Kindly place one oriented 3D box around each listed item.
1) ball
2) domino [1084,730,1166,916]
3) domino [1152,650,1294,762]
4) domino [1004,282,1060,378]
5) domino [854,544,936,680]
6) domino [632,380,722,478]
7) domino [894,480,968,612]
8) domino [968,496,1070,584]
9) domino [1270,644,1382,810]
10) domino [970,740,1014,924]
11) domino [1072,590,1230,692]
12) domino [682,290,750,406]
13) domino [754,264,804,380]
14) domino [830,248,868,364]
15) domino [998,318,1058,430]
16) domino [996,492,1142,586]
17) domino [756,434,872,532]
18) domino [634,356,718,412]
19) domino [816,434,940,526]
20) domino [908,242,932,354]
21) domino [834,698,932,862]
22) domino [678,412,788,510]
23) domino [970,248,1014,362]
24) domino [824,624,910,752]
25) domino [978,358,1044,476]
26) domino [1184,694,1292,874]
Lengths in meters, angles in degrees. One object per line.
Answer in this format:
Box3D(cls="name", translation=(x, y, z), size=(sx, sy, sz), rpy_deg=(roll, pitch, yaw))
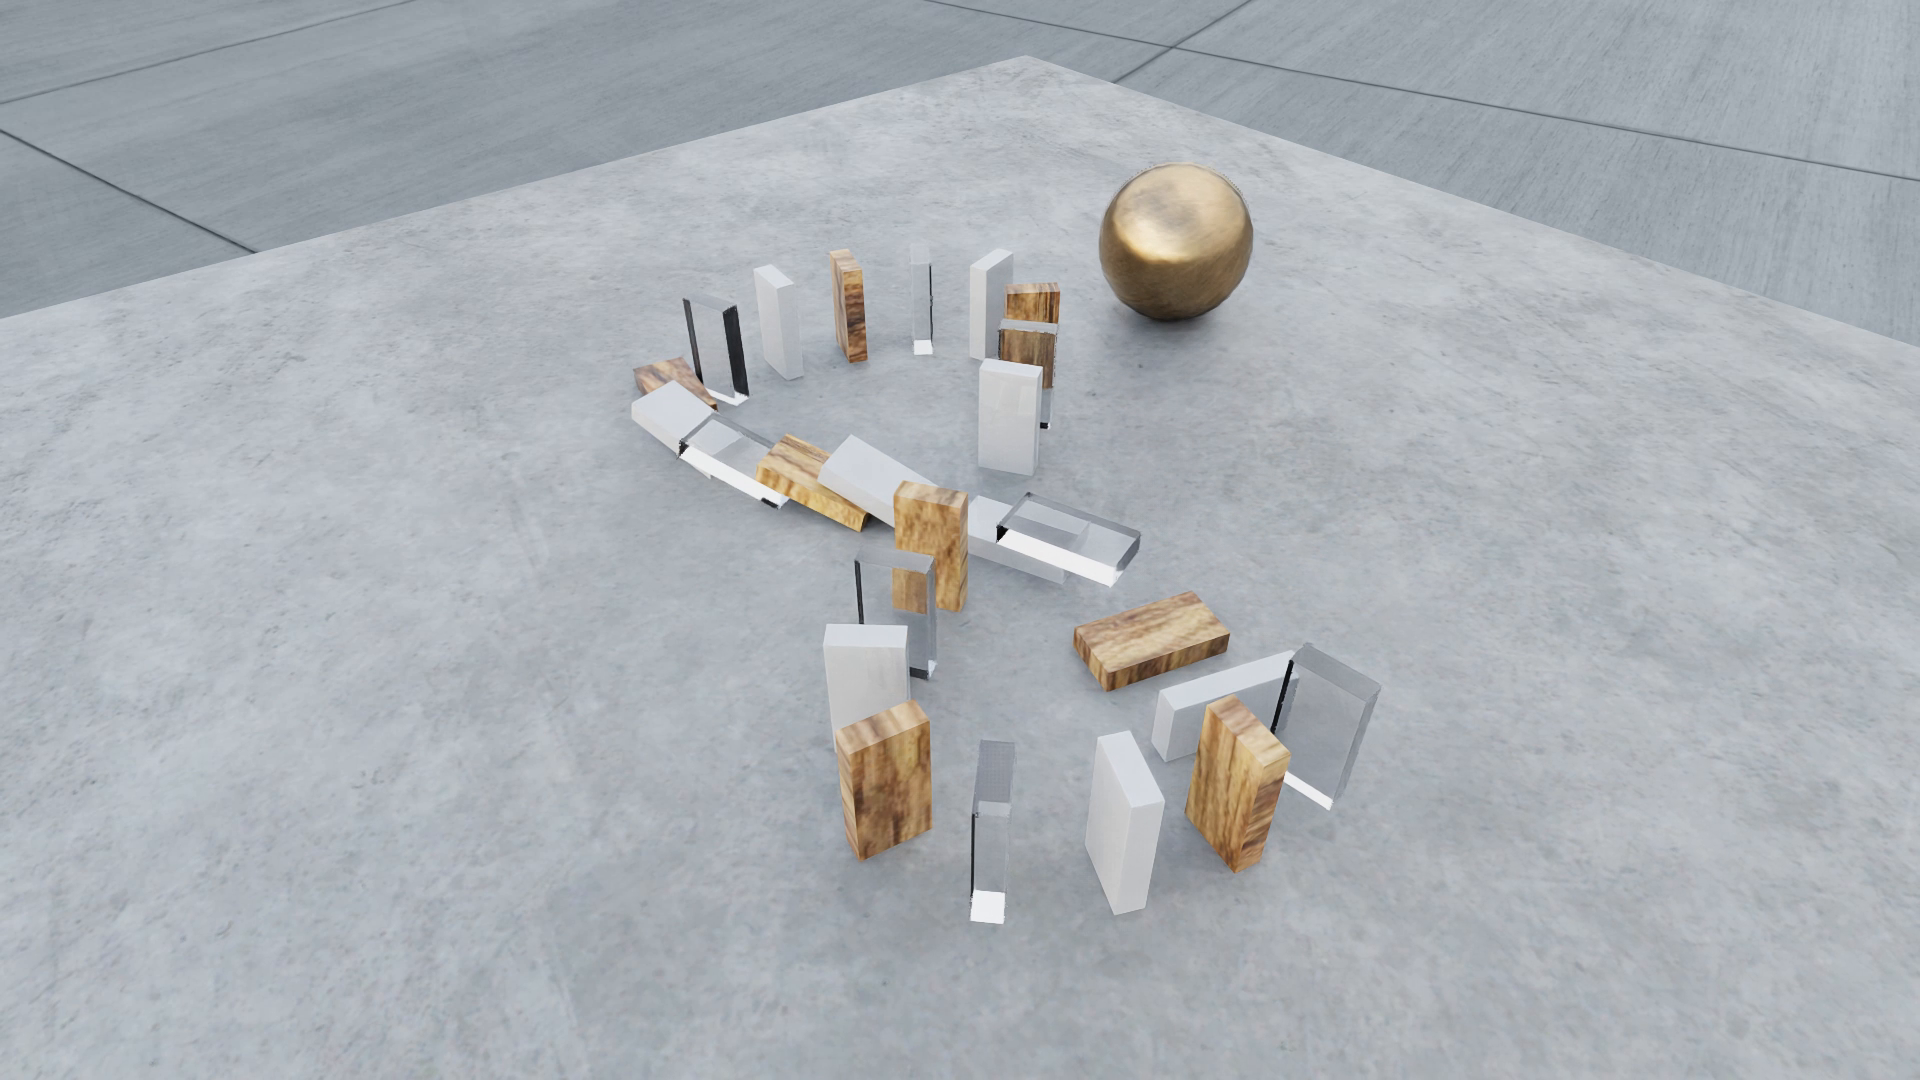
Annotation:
Box3D(cls="ball", translation=(0.113, -0.156, 0.578), size=(0.080, 0.080, 0.080), rpy_deg=(0, 39, 0))
Box3D(cls="domino", translation=(0.046, 0.081, 0.313), size=(0.009, 0.050, 0.025), rpy_deg=(-10, 40, -12))
Box3D(cls="domino", translation=(0.089, 0.055, 0.364), size=(0.050, 0.025, 0.009), rpy_deg=(-14, 41, -16))
Box3D(cls="domino", translation=(0.034, -0.099, 0.532), size=(0.025, 0.050, 0.009), rpy_deg=(-4, 39, -5))
Box3D(cls="domino", translation=(-0.022, 0.025, 0.380), size=(0.025, 0.050, 0.009), rpy_deg=(10, 40, 12))
Box3D(cls="domino", translation=(-0.121, -0.050, 0.495), size=(0.050, 0.009, 0.025), rpy_deg=(36, 50, 16))
Box3D(cls="domino", translation=(-0.010, 0.003, 0.408), size=(0.025, 0.050, 0.009), rpy_deg=(12, 41, 14))
Box3D(cls="domino", translation=(0.024, -0.001, 0.444), size=(0.050, 0.010, 0.025), rpy_deg=(18, 43, 21))
Box3D(cls="domino", translation=(0.111, 0.058, 0.340), size=(0.025, 0.050, 0.010), rpy_deg=(31, 49, 32))
Box3D(cls="domino", translation=(0.009, 0.083, 0.310), size=(0.009, 0.050, 0.025), rpy_deg=(4, 39, 5))
Box3D(cls="domino", translation=(0.069, 0.036, 0.399), size=(0.050, 0.010, 0.025), rpy_deg=(-15, 42, -18))
Box3D(cls="domino", translation=(-0.115, -0.091, 0.522), size=(0.025, 0.050, 0.009), rpy_deg=(23, 45, 25))
Box3D(cls="domino", translation=(-0.089, -0.107, 0.542), size=(0.010, 0.050, 0.025), rpy_deg=(-23, 45, -26))
Box3D(cls="domino", translation=(-0.056, -0.118, 0.555), size=(0.010, 0.050, 0.025), rpy_deg=(-13, 41, -16))
Box3D(cls="domino", translation=(0.031, -0.076, 0.504), size=(0.025, 0.050, 0.010), rpy_deg=(7, 40, 9))
Box3D(cls="domino", translation=(0.042, -0.001, 0.430), size=(0.050, 0.010, 0.025), rpy_deg=(21, 44, 24))
Box3D(cls="domino", translation=(-0.058, -0.025, 0.464), size=(0.050, 0.010, 0.025), rpy_deg=(26, 44, 7))
Box3D(cls="domino", translation=(-0.137, -0.070, 0.529), size=(0.025, 0.009, 0.050), rpy_deg=(-20, 43, -22))
Box3D(cls="domino", translation=(-0.031, -0.022, 0.456), size=(0.050, 0.010, 0.025), rpy_deg=(31, 44, 4))
Box3D(cls="domino", translation=(-0.020, -0.123, 0.562), size=(0.010, 0.050, 0.025), rpy_deg=(-3, 39, -4))
Box3D(cls="domino", translation=(-0.022, 0.071, 0.324), size=(0.025, 0.050, 0.010), rpy_deg=(-20, 43, -22))
Box3D(cls="domino", translation=(-0.093, -0.035, 0.475), size=(0.050, 0.010, 0.025), rpy_deg=(28, 45, 8))
Box3D(cls="domino", translation=(0.016, -0.119, 0.556), size=(0.009, 0.050, 0.025), rpy_deg=(23, 45, 26))
Box3D(cls="domino", translation=(-0.029, 0.049, 0.352), size=(0.025, 0.050, 0.010), rpy_deg=(1, 39, 2))
Box3D(cls="domino", translation=(0.021, -0.053, 0.476), size=(0.025, 0.050, 0.009), rpy_deg=(11, 41, 13))
Box3D(cls="domino", translation=(0.081, 0.072, 0.323), size=(0.009, 0.050, 0.025), rpy_deg=(-18, 43, -21))
